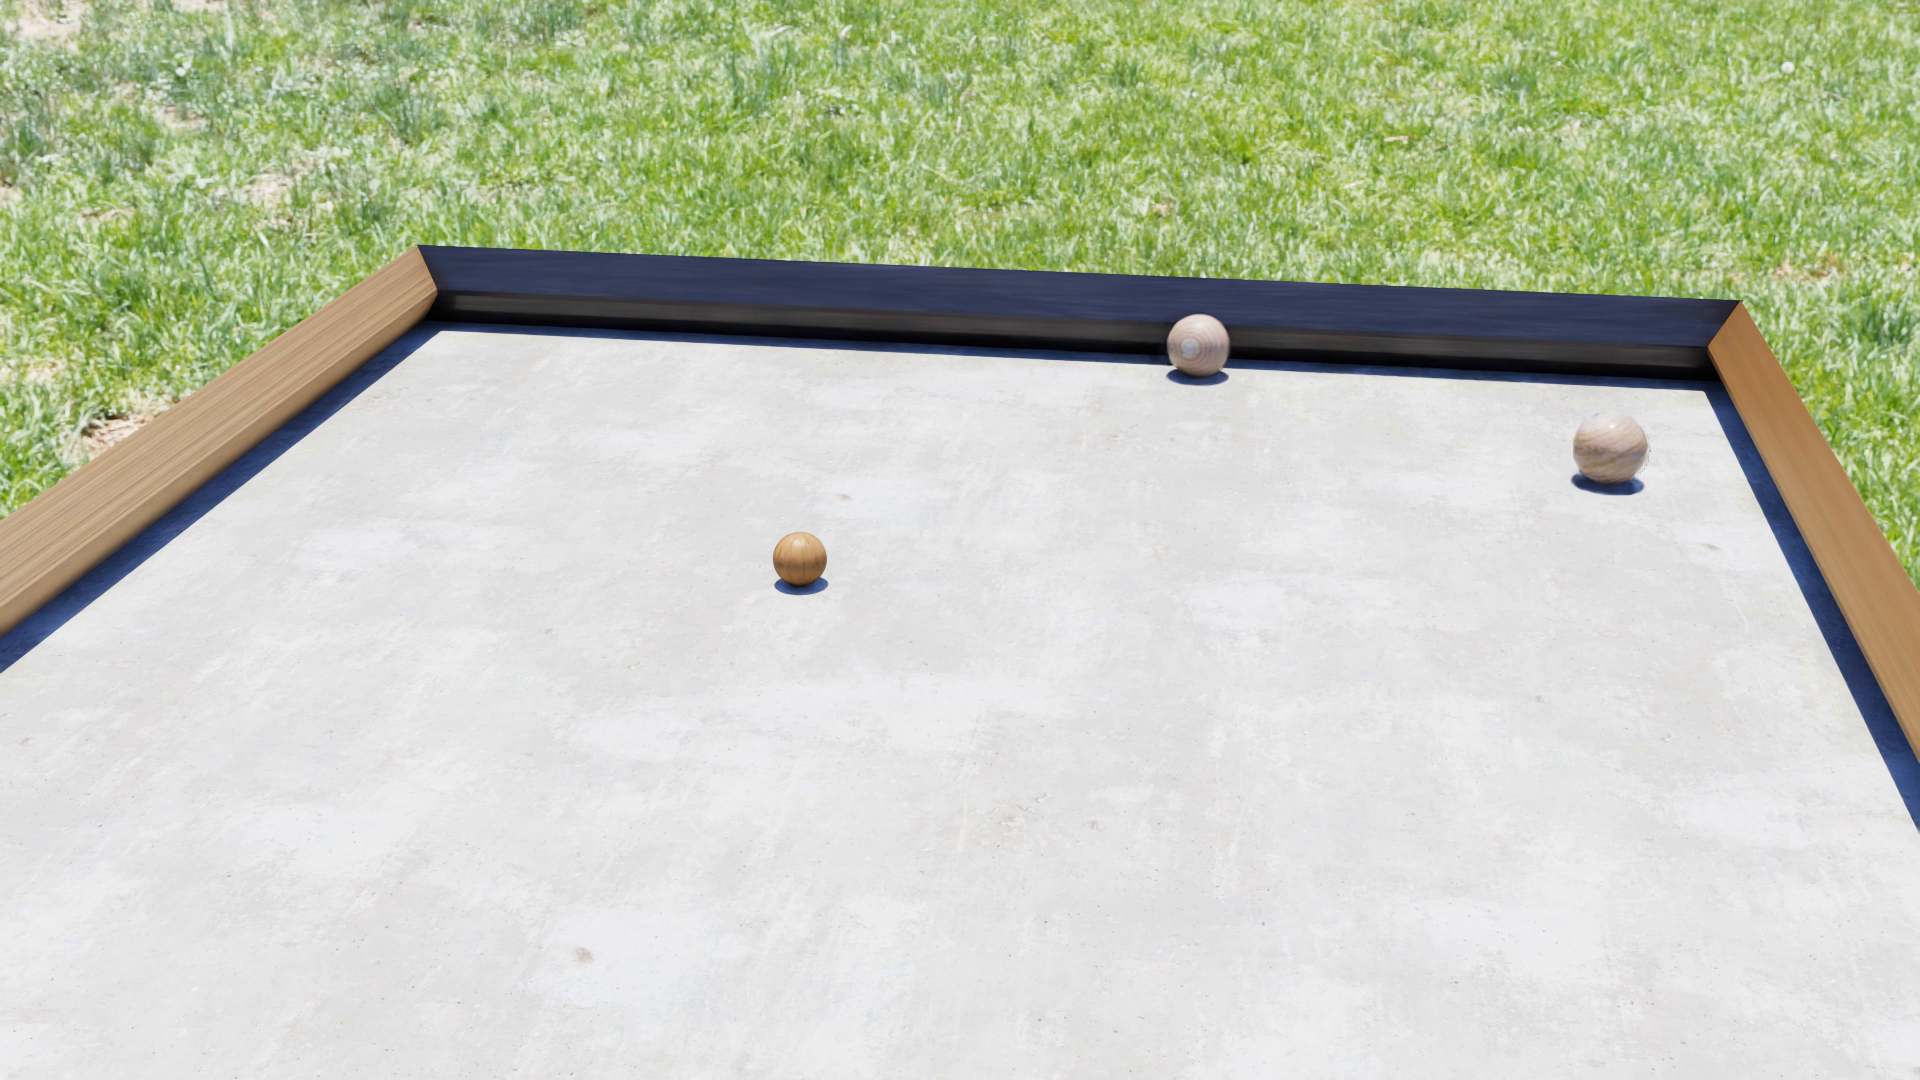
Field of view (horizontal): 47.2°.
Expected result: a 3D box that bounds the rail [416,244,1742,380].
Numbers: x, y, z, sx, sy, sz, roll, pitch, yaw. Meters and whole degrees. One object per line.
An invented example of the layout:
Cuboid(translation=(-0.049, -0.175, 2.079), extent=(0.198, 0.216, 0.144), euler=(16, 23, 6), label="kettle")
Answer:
Cuboid(translation=(0.125, -0.320, 3.132), extent=(1.897, 0.115, 0.045), euler=(3, 23, 8), label="rail")

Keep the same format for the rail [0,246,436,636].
Cuboid(translation=(-1.042, 0.234, 1.785), extent=(0.045, 0.115, 3.288), euler=(3, 23, 8), label="rail")

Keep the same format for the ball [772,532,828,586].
Cuboid(translation=(-0.173, 0.020, 2.380), extent=(0.059, 0.059, 0.059), euler=(0, 22, 0), label="ball")

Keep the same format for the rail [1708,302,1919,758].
Cuboid(translation=(0.785, 0.344, 1.518), extent=(0.045, 0.115, 3.288), euler=(3, 23, 8), label="rail")

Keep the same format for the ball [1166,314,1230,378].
Cuboid(translation=(0.330, -0.269, 3.047), extent=(0.087, 0.087, 0.087), euler=(0, 22, 0), label="ball")

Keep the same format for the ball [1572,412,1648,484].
Cuboid(translation=(0.787, -0.111, 2.662), extent=(0.089, 0.089, 0.089), euler=(0, 22, 0), label="ball")
